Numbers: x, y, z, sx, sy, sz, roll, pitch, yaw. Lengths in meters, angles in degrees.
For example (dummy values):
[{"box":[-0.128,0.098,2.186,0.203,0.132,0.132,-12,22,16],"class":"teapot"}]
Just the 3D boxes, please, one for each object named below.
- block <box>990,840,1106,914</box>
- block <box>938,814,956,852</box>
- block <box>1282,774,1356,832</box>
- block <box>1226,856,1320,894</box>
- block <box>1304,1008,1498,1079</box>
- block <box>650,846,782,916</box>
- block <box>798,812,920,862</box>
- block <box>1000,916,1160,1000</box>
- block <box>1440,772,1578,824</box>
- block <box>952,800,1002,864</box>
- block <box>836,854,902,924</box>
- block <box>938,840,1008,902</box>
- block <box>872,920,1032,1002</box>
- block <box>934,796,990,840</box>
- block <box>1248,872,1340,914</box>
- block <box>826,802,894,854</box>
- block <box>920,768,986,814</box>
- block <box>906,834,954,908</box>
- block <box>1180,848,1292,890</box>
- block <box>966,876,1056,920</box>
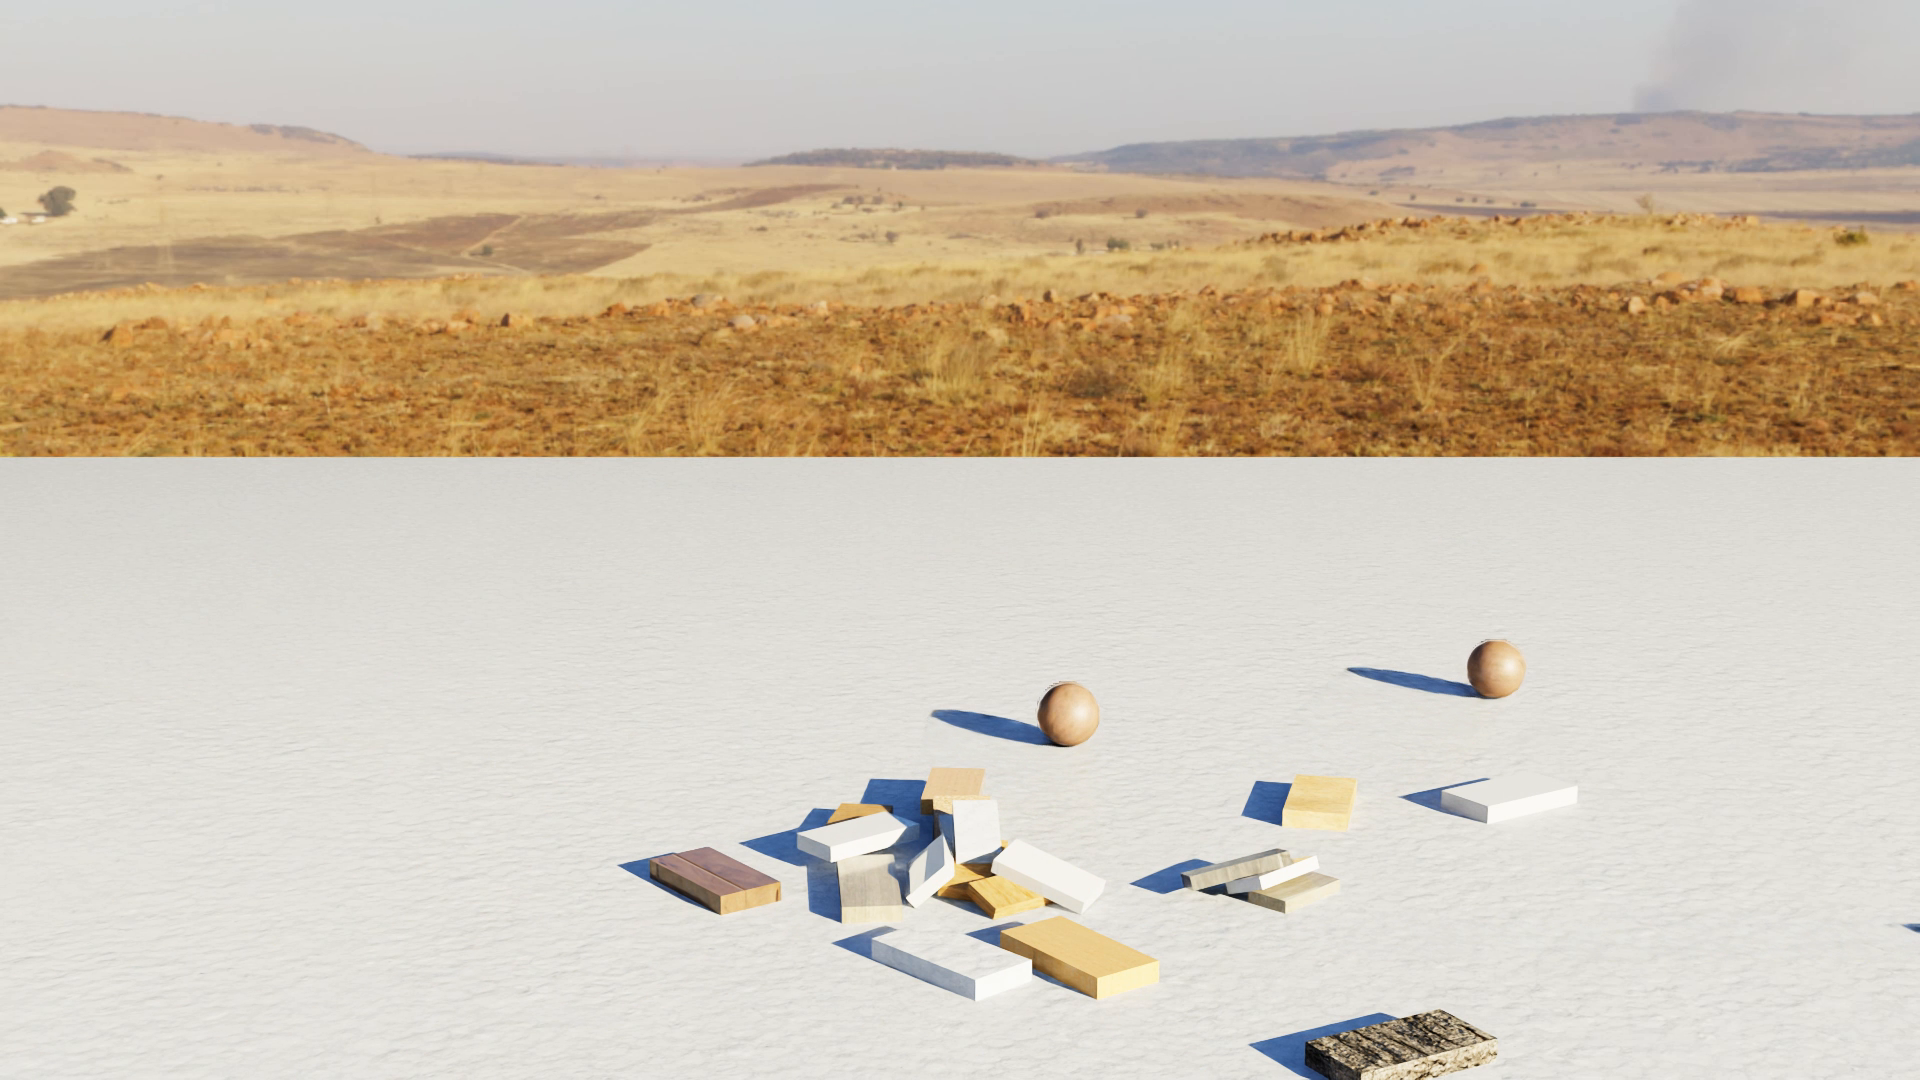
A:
[{"box":[0.146,0.555,3.630,0.169,0.024,0.085,23,27,21],"class":"block"},{"box":[0.013,0.523,3.785,0.077,0.022,0.153,-4,28,-8],"class":"block"},{"box":[0.675,0.490,4.115,0.116,0.033,0.231,3,11,14],"class":"block"},{"box":[0.521,0.557,3.661,0.151,0.021,0.076,-11,-5,-43],"class":"block"},{"box":[0.602,0.698,2.998,0.237,0.034,0.118,-6,12,-28],"class":"block"},{"box":[-0.412,0.570,3.688,0.116,0.033,0.231,-8,13,-37],"class":"block"},{"box":[-0.177,0.517,3.836,0.194,0.028,0.097,-9,13,-39],"class":"block"},{"box":[0.180,0.633,3.345,0.118,0.034,0.237,-8,13,-35],"class":"block"},{"box":[1.036,0.484,4.147,0.237,0.034,0.118,-7,12,-32],"class":"block"},{"box":[0.028,0.496,3.744,0.076,0.022,0.153,-1,28,-2],"class":"block"},{"box":[-0.152,0.578,3.656,0.097,0.028,0.254,-1,11,-5],"class":"block"},{"box":[0.023,0.550,3.689,0.076,0.022,0.153,9,29,15],"class":"block"},{"box":[-0.014,0.636,3.333,0.116,0.033,0.231,-10,14,-42],"class":"block"},{"box":[0.006,0.514,3.872,0.103,0.029,0.205,0,24,-2],"class":"block"},{"box":[0.555,0.582,3.651,0.076,0.021,0.151,10,15,44],"class":"block"},{"box":[-0.187,0.519,3.974,0.097,0.028,0.194,2,11,9],"class":"block"},{"box":[-0.011,0.467,4.091,0.103,0.029,0.205,1,11,5],"class":"block"},{"box":[-0.051,0.551,3.675,0.085,0.024,0.169,-41,9,6],"class":"block"},{"box":[0.460,0.549,3.668,0.171,0.024,0.085,-14,-4,-6],"class":"block"},{"box":[0.094,0.578,3.612,0.151,0.021,0.076,-8,32,-37],"class":"block"}]
